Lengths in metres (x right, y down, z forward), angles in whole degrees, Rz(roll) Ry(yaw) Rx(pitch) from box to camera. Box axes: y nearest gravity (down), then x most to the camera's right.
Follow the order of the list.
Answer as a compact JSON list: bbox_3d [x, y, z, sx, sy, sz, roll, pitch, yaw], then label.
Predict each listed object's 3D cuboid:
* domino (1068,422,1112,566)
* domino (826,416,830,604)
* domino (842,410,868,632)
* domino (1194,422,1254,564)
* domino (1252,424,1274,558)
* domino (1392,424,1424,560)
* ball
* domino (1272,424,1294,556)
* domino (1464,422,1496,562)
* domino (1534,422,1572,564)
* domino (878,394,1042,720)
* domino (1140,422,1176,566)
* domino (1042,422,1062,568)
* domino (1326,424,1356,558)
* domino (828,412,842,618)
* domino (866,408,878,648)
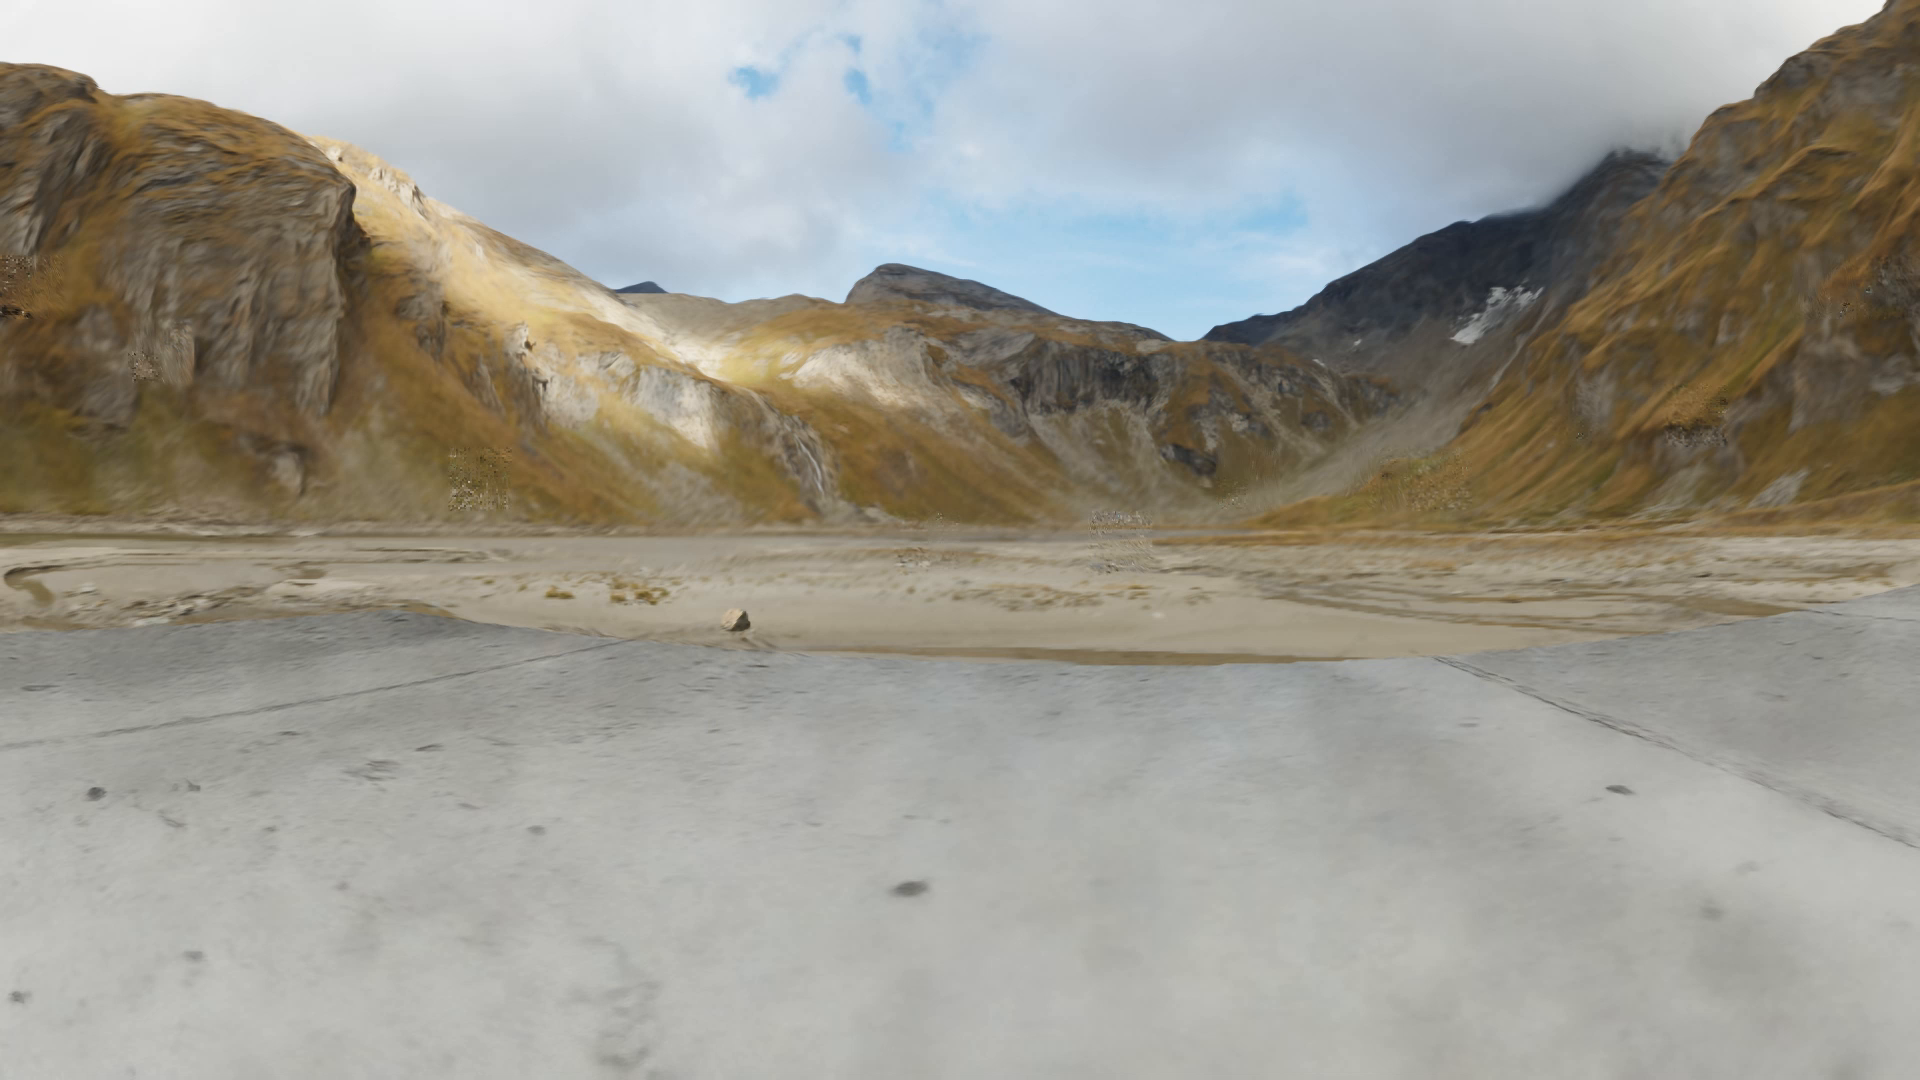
[{"bbox_3d":[0.046,-0.017,0.460,0.009,0.050,0.025,-1,4,-10],"label":"domino"},{"bbox_3d":[-0.023,-0.008,0.344,0.025,0.050,0.010,0,4,-6],"label":"domino"},{"bbox_3d":[-0.014,-0.005,0.296,0.025,0.050,0.010,-1,4,-17],"label":"domino"},{"bbox_3d":[0.095,-0.017,0.463,0.010,0.050,0.025,-1,5,-18],"label":"domino"},{"bbox_3d":[0.105,-0.019,0.483,0.025,0.050,0.010,1,4,14],"label":"domino"},{"bbox_3d":[0.168,-0.019,0.482,0.010,0.050,0.025,2,5,21],"label":"domino"},{"bbox_3d":[0.000,-0.002,0.056,0.080,0.080,0.080,0,4,0],"label":"ball"},{"bbox_3d":[0.122,-0.020,0.497,0.010,0.050,0.025,1,4,7],"label":"domino"},{"bbox_3d":[0.191,-0.018,0.473,0.010,0.050,0.025,2,5,22],"label":"domino"},{"bbox_3d":[0.214,-0.017,0.464,0.009,0.050,0.025,2,5,21],"label":"domino"},{"bbox_3d":[0.000,0.002,0.201,0.025,0.050,0.010,0,4,0],"label":"domino"},{"bbox_3d":[0.071,-0.017,0.461,0.010,0.050,0.025,0,4,1],"label":"domino"},{"bbox_3d":[0.024,-0.016,0.450,0.009,0.050,0.025,-3,5,-34],"label":"domino"},{"bbox_3d":[0.145,-0.019,0.490,0.010,0.050,0.025,1,5,18],"label":"domino"},{"bbox_3d":[-0.020,-0.006,0.320,0.025,0.050,0.010,-1,4,-10],"label":"domino"},{"bbox_3d":[-0.007,-0.003,0.273,0.025,0.050,0.010,-1,4,-17],"label":"domino"}]
